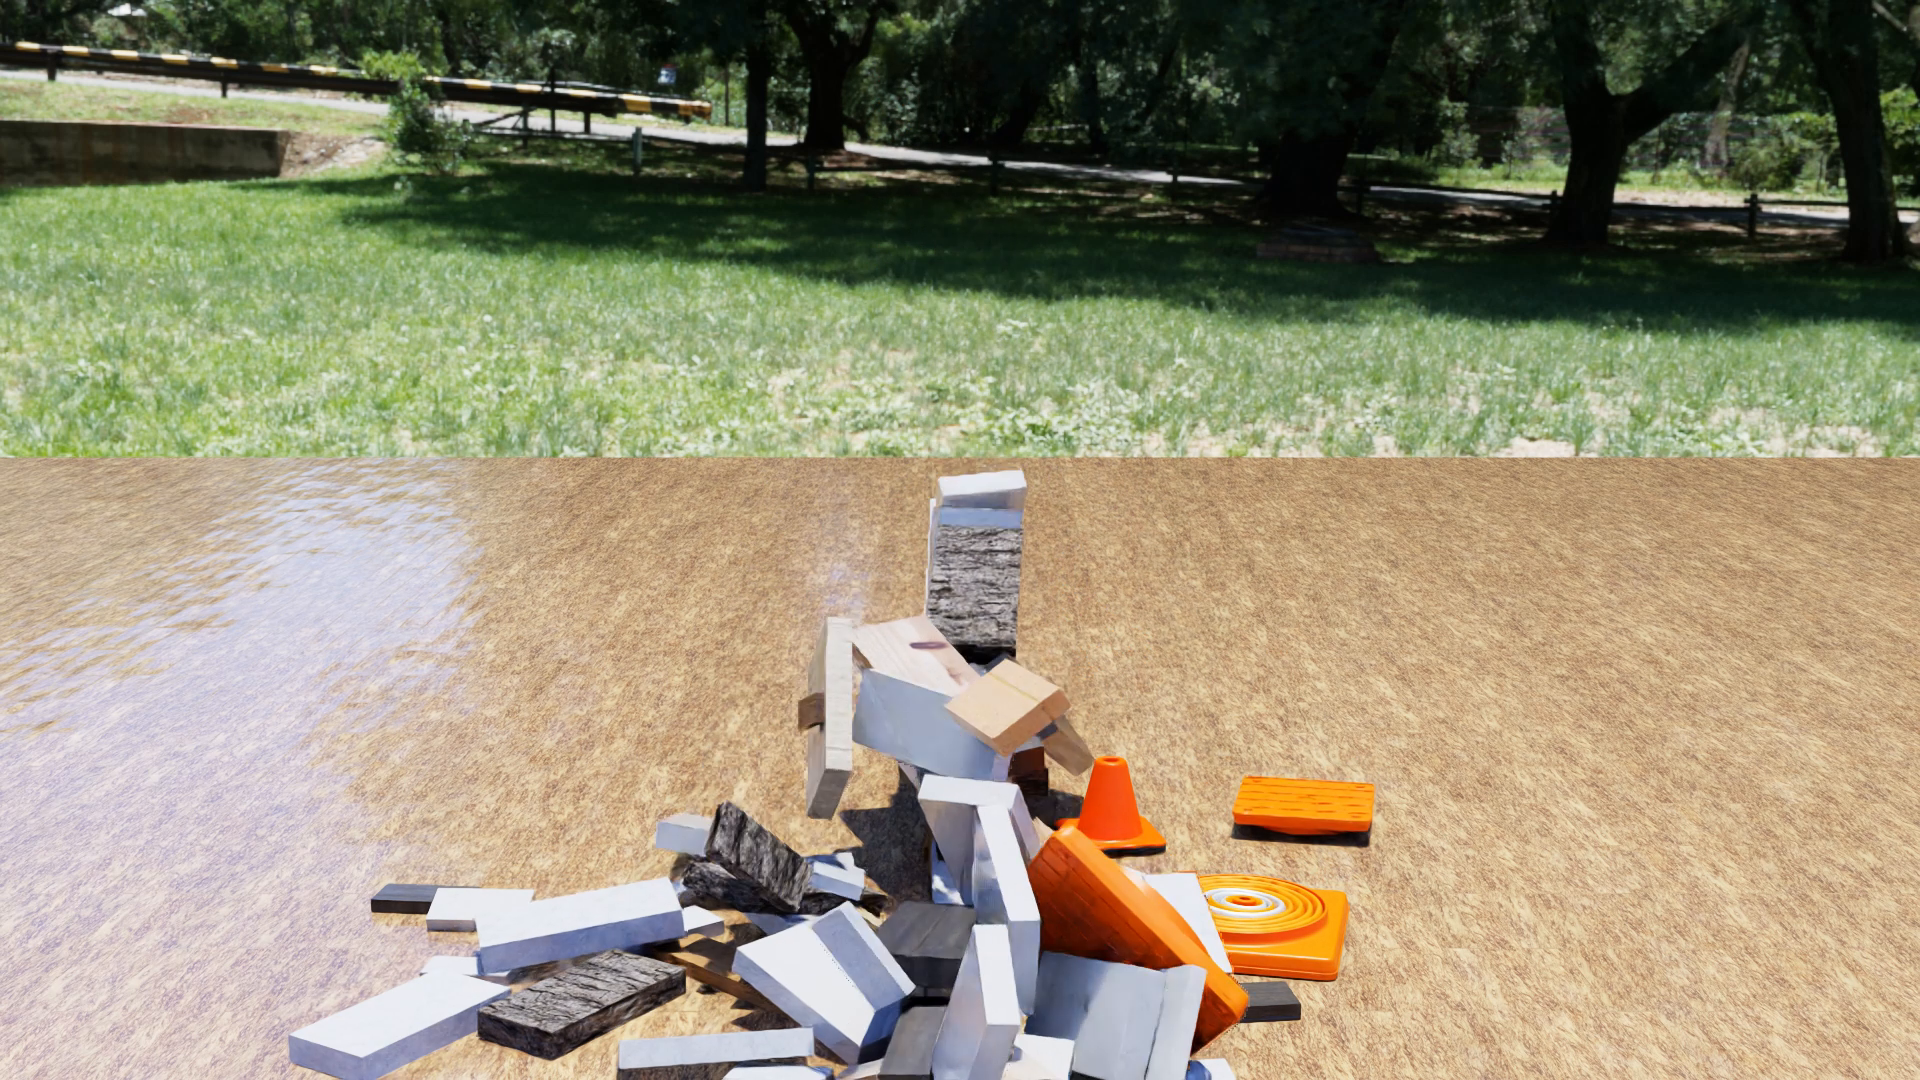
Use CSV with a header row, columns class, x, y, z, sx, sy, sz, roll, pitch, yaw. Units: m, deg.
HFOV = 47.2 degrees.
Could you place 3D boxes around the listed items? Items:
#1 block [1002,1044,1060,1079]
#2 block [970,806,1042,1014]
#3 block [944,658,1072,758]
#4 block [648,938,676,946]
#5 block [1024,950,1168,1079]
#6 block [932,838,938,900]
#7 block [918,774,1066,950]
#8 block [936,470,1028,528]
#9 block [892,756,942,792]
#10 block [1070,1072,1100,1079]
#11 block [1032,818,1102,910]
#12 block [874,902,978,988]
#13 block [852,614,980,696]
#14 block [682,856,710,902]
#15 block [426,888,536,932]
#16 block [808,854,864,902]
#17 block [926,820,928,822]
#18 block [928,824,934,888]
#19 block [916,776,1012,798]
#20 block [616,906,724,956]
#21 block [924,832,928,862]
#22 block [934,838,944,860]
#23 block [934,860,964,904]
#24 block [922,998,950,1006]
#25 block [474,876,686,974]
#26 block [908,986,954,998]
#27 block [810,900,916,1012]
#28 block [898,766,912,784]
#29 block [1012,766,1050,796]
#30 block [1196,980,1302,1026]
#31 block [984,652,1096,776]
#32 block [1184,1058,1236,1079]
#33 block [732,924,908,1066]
class,x,y,z,sx,sy,sz,roll,pitch,yaw
block,0.074,0.641,2.589,0.066,0.019,0.131,-22,39,-39
block,0.058,0.483,2.896,0.040,0.142,0.284,0,23,-8
block,0.069,0.248,3.285,0.122,0.035,0.245,-37,16,-10
block,-0.486,0.605,3.400,0.048,0.014,0.096,-6,10,-42
block,0.166,0.607,2.803,0.040,0.142,0.283,18,-13,-20
block,-0.006,0.548,3.676,0.082,0.023,0.165,-3,22,1
block,0.057,0.488,3.281,0.142,0.418,0.040,4,52,19
block,0.034,0.000,4.716,0.180,0.359,0.051,-6,49,-11
block,-0.040,0.341,3.760,0.154,0.044,0.309,-10,17,-14
block,0.192,0.707,2.792,0.127,0.036,0.255,-26,12,1
block,0.184,0.548,3.527,0.142,0.040,0.284,41,4,-13
block,-0.040,0.553,3.018,0.141,0.040,0.283,1,5,11
block,-0.071,0.224,3.739,0.148,0.042,0.295,-13,29,-20
block,-0.427,0.555,3.632,0.014,0.049,0.097,33,-1,-27
block,-0.768,0.593,3.526,0.157,0.022,0.079,0,29,3
block,-0.196,0.539,3.513,0.083,0.023,0.166,18,0,-2
block,-0.005,0.467,3.850,0.098,0.028,0.195,-6,-3,2
block,-0.005,0.533,3.780,0.098,0.028,0.195,-3,22,0
block,0.004,0.431,3.843,0.142,0.040,0.284,-5,-3,-6
block,-0.465,0.617,3.460,0.170,0.024,0.085,-9,14,-39
block,-0.004,0.514,3.913,0.098,0.028,0.195,0,19,7
block,0.000,0.501,3.695,0.082,0.023,0.165,-3,8,-3
block,0.001,0.575,3.556,0.082,0.023,0.165,-2,27,1
block,-0.011,0.640,2.915,0.087,0.025,0.174,1,2,5
block,-0.584,0.588,3.370,0.302,0.043,0.151,-9,13,-14
block,-0.011,0.623,3.103,0.141,0.040,0.283,1,-11,6
block,-0.127,0.541,2.859,0.071,0.142,0.020,-37,1,43
block,-0.026,0.395,3.922,0.154,0.044,0.348,-6,-3,0
block,0.115,0.459,4.222,0.112,0.056,0.016,3,11,16
block,0.395,0.669,3.176,0.175,0.025,0.088,-1,11,-7
block,0.151,0.325,4.051,0.049,0.174,0.348,-35,-21,3
block,0.296,0.735,2.777,0.142,0.040,0.283,-1,11,-6
block,-0.186,0.639,3.096,0.259,0.037,0.130,30,27,35
